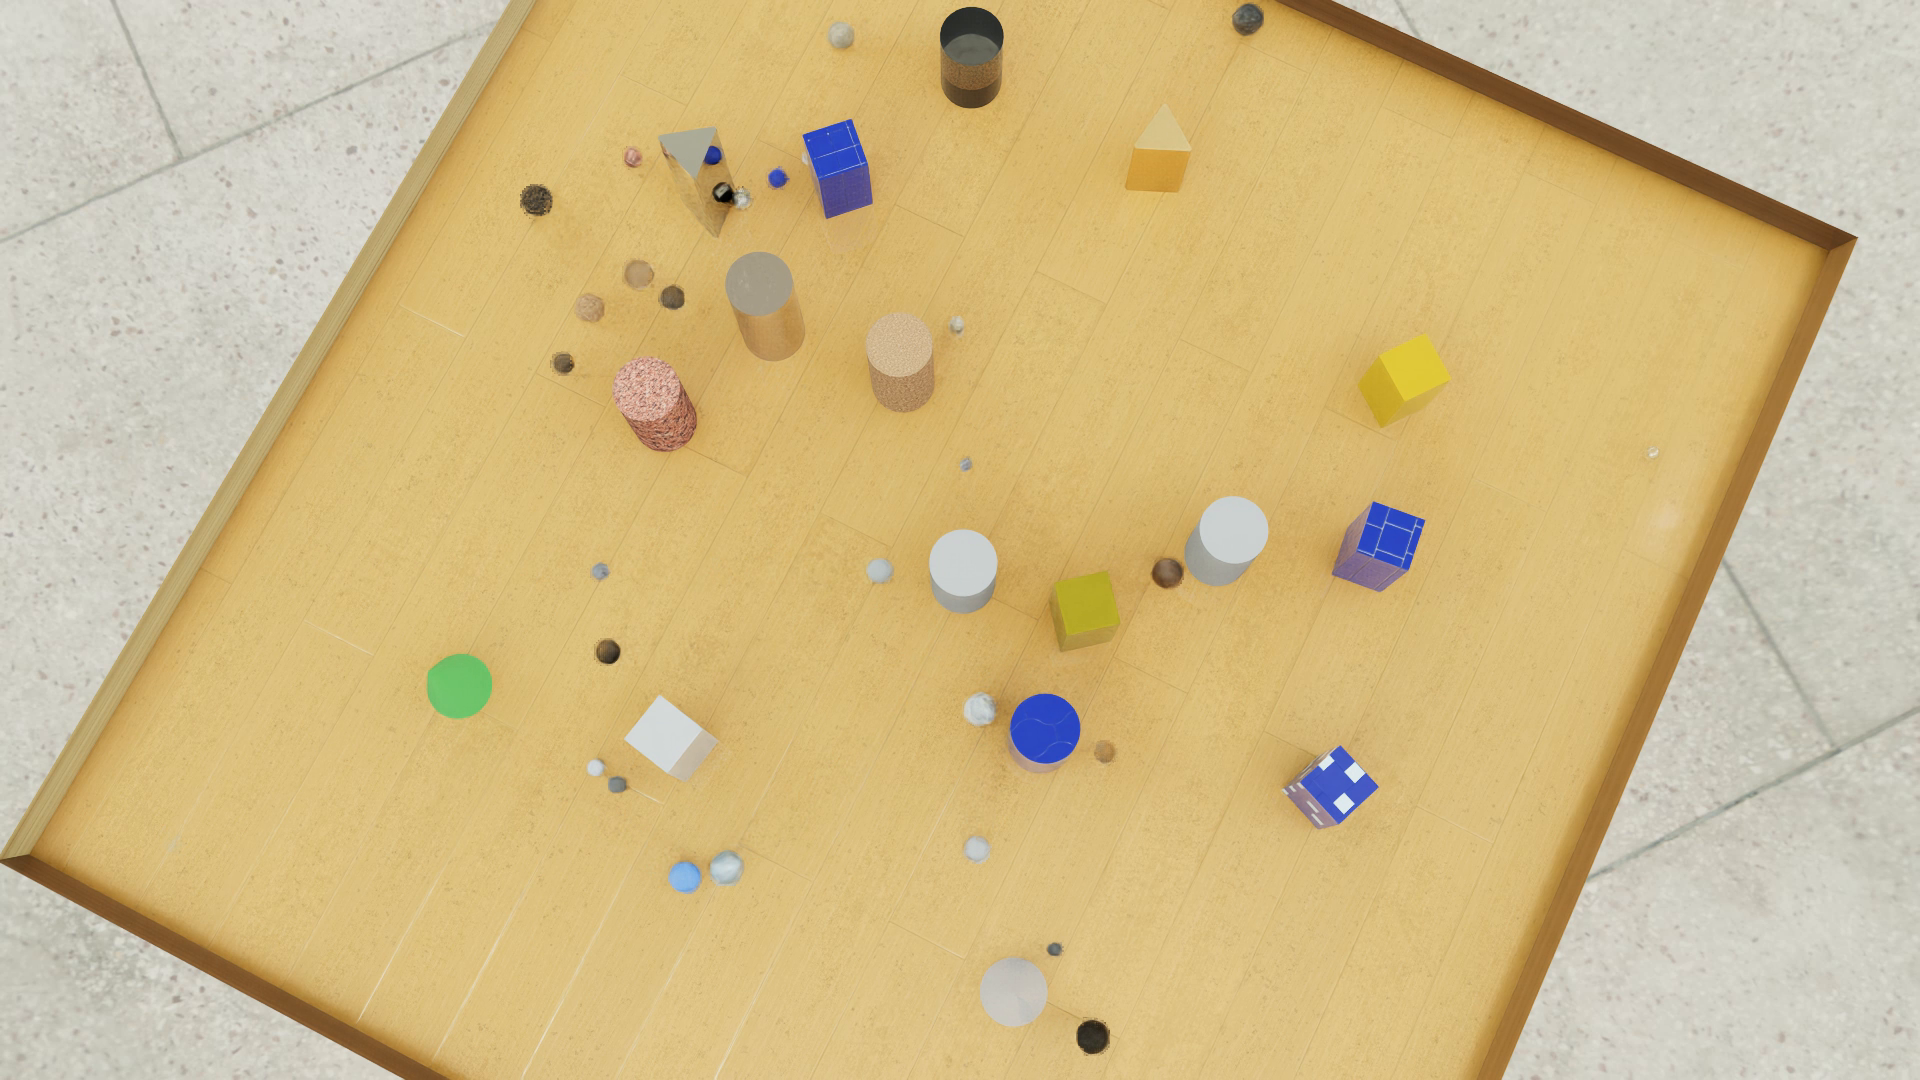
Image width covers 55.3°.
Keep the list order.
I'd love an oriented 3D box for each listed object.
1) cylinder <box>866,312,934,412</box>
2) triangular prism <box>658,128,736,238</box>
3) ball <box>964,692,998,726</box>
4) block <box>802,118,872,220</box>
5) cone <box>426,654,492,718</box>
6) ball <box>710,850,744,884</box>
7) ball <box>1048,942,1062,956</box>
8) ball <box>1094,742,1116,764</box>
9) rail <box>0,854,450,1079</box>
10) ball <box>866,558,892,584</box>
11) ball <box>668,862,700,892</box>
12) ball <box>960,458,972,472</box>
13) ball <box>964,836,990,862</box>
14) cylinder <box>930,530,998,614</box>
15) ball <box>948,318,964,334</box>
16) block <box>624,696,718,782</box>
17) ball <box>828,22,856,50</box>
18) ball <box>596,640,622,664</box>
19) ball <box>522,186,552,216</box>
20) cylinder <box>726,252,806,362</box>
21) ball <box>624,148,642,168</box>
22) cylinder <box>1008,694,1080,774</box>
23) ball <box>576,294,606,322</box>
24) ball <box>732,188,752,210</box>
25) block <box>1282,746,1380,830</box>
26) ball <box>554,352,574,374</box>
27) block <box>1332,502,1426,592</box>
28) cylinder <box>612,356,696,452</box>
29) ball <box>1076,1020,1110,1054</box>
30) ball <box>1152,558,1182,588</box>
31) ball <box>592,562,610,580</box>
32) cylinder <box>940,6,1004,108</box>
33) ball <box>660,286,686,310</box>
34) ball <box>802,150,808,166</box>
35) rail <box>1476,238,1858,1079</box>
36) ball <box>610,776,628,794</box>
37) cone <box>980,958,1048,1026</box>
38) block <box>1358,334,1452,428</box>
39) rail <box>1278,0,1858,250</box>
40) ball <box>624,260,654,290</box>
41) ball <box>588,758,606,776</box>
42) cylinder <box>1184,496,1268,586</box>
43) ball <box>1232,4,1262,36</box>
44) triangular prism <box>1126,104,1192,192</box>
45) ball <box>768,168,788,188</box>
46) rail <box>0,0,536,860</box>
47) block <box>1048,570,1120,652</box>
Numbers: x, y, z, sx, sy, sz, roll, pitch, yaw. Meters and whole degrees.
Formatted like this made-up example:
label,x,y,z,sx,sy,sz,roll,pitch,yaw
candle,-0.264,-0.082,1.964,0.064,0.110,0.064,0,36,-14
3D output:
label,x,y,z,sx,sy,sz,roll,pitch,yaw
cylinder,-0.177,-0.531,5.532,0.197,0.382,0.197,0,78,0
triangular prism,-0.772,-1.114,5.600,0.148,0.485,0.171,-40,81,-8
ball,0.062,0.504,5.462,0.099,0.099,0.099,0,78,0
block,-0.378,-1.150,5.696,0.158,0.310,0.158,-19,79,-4
cone,-1.509,0.406,5.360,0.197,0.338,0.197,0,78,0
ball,-0.682,0.960,5.368,0.099,0.099,0.099,0,78,0
ball,0.275,1.195,5.348,0.041,0.041,0.041,0,78,0
ball,0.432,0.634,5.454,0.062,0.062,0.062,0,78,0
rail,-0.928,1.823,5.173,4.132,0.128,0.045,26,80,5
ball,-0.245,0.093,5.558,0.076,0.076,0.076,0,78,0
ball,-0.806,0.987,5.365,0.092,0.092,0.092,0,78,0
ball,0.018,-0.230,5.644,0.040,0.040,0.040,0,78,0
ball,0.049,0.907,5.390,0.076,0.076,0.076,0,78,0
cylinder,0.010,0.097,5.440,0.197,0.307,0.197,0,78,0
ball,-0.011,-0.670,5.729,0.052,0.052,0.052,0,78,0
block,-0.832,0.580,5.316,0.158,0.353,0.158,37,81,7
ball,-0.381,-1.628,5.909,0.087,0.087,0.087,0,78,0
ball,-1.057,0.337,5.508,0.075,0.075,0.075,0,78,0
ball,-1.334,-1.070,5.790,0.094,0.094,0.094,0,78,0
cylinder,-0.584,-0.700,5.536,0.197,0.442,0.197,0,78,0
ball,-1.042,-1.218,5.838,0.060,0.060,0.060,0,78,0
cylinder,0.240,0.565,5.318,0.197,0.356,0.197,0,78,0
ball,-1.152,-0.724,5.721,0.088,0.088,0.088,0,78,0
ball,-0.691,-1.080,5.807,0.065,0.065,0.065,0,78,0
block,1.070,0.720,5.312,0.158,0.305,0.158,-41,81,-8
ball,-1.232,-0.549,5.697,0.065,0.065,0.065,0,78,0
block,1.235,0.024,5.428,0.158,0.360,0.158,20,79,4
cylinder,-0.915,-0.405,5.519,0.197,0.356,0.197,0,78,0
ball,0.381,1.430,5.271,0.097,0.097,0.097,0,78,0
ball,0.627,0.100,5.548,0.094,0.094,0.094,0,78,0
ball,-1.092,0.095,5.569,0.054,0.054,0.054,0,78,0
cylinder,0.036,-1.517,5.776,0.197,0.302,0.197,0,78,0
ball,-0.898,-0.756,5.734,0.076,0.076,0.076,0,78,0
ball,-0.477,-1.219,5.842,0.054,0.054,0.054,0,78,0
rail,1.827,0.901,5.364,0.045,0.128,4.196,26,80,5
ball,-1.015,0.725,5.440,0.052,0.052,0.052,0,78,0
cone,0.157,1.285,5.186,0.197,0.322,0.197,0,78,0
block,1.345,-0.480,5.561,0.158,0.303,0.158,-26,79,-5
rail,0.928,-1.810,5.925,4.132,0.128,0.045,26,80,5
ball,-1.007,-0.832,5.742,0.093,0.093,0.093,0,78,0
ball,-1.080,0.676,5.451,0.051,0.051,0.051,0,78,0
cylinder,0.785,0.008,5.428,0.197,0.366,0.197,0,78,0
ball,0.928,-1.678,5.914,0.098,0.098,0.098,0,78,0
triangular prism,0.618,-1.221,5.704,0.171,0.323,0.148,4,78,1
ball,-0.579,-1.149,5.823,0.061,0.061,0.061,0,78,0
rail,-1.827,-0.888,5.734,0.045,0.128,4.196,26,80,5
block,0.364,0.214,5.398,0.158,0.342,0.158,-12,79,-3
